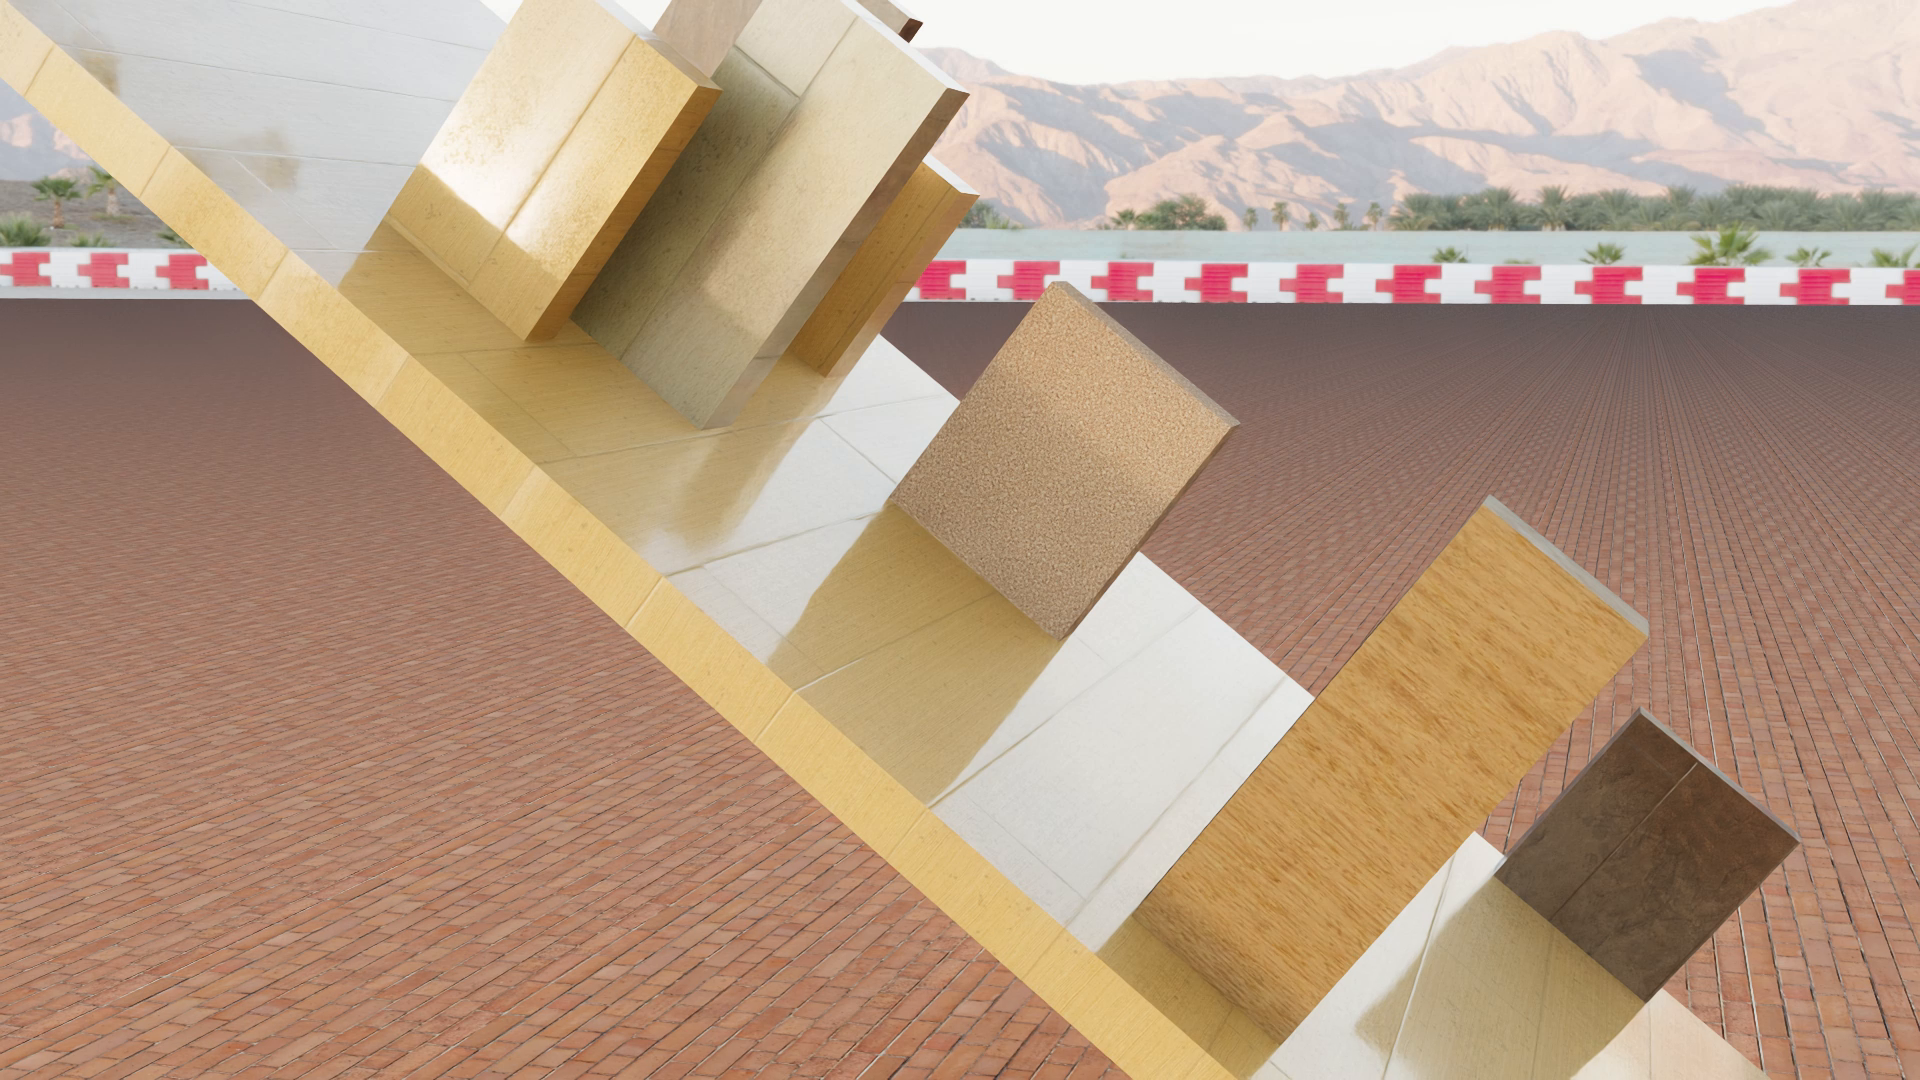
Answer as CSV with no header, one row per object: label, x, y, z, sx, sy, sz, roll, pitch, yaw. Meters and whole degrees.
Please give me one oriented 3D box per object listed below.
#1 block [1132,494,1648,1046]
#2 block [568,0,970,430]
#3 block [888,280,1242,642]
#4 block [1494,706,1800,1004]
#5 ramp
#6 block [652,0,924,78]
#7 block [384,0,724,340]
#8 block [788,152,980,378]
block,0.604,0.329,3.127,0.279,0.780,0.148,40,16,9
block,-0.340,-0.573,3.725,0.341,0.714,0.131,40,16,9
block,0.189,-0.146,4.049,0.417,0.509,0.109,40,16,9
block,1.418,0.652,4.562,0.402,0.460,0.082,40,16,9
ramp,-0.030,0.083,4.054,4.000,0.100,2.000,40,16,9
block,-0.443,-0.846,4.281,0.412,0.703,0.086,40,16,9
block,-0.660,-0.621,3.551,0.321,0.504,0.102,40,16,9
block,-0.237,-0.620,4.519,0.320,0.472,0.136,40,16,9
